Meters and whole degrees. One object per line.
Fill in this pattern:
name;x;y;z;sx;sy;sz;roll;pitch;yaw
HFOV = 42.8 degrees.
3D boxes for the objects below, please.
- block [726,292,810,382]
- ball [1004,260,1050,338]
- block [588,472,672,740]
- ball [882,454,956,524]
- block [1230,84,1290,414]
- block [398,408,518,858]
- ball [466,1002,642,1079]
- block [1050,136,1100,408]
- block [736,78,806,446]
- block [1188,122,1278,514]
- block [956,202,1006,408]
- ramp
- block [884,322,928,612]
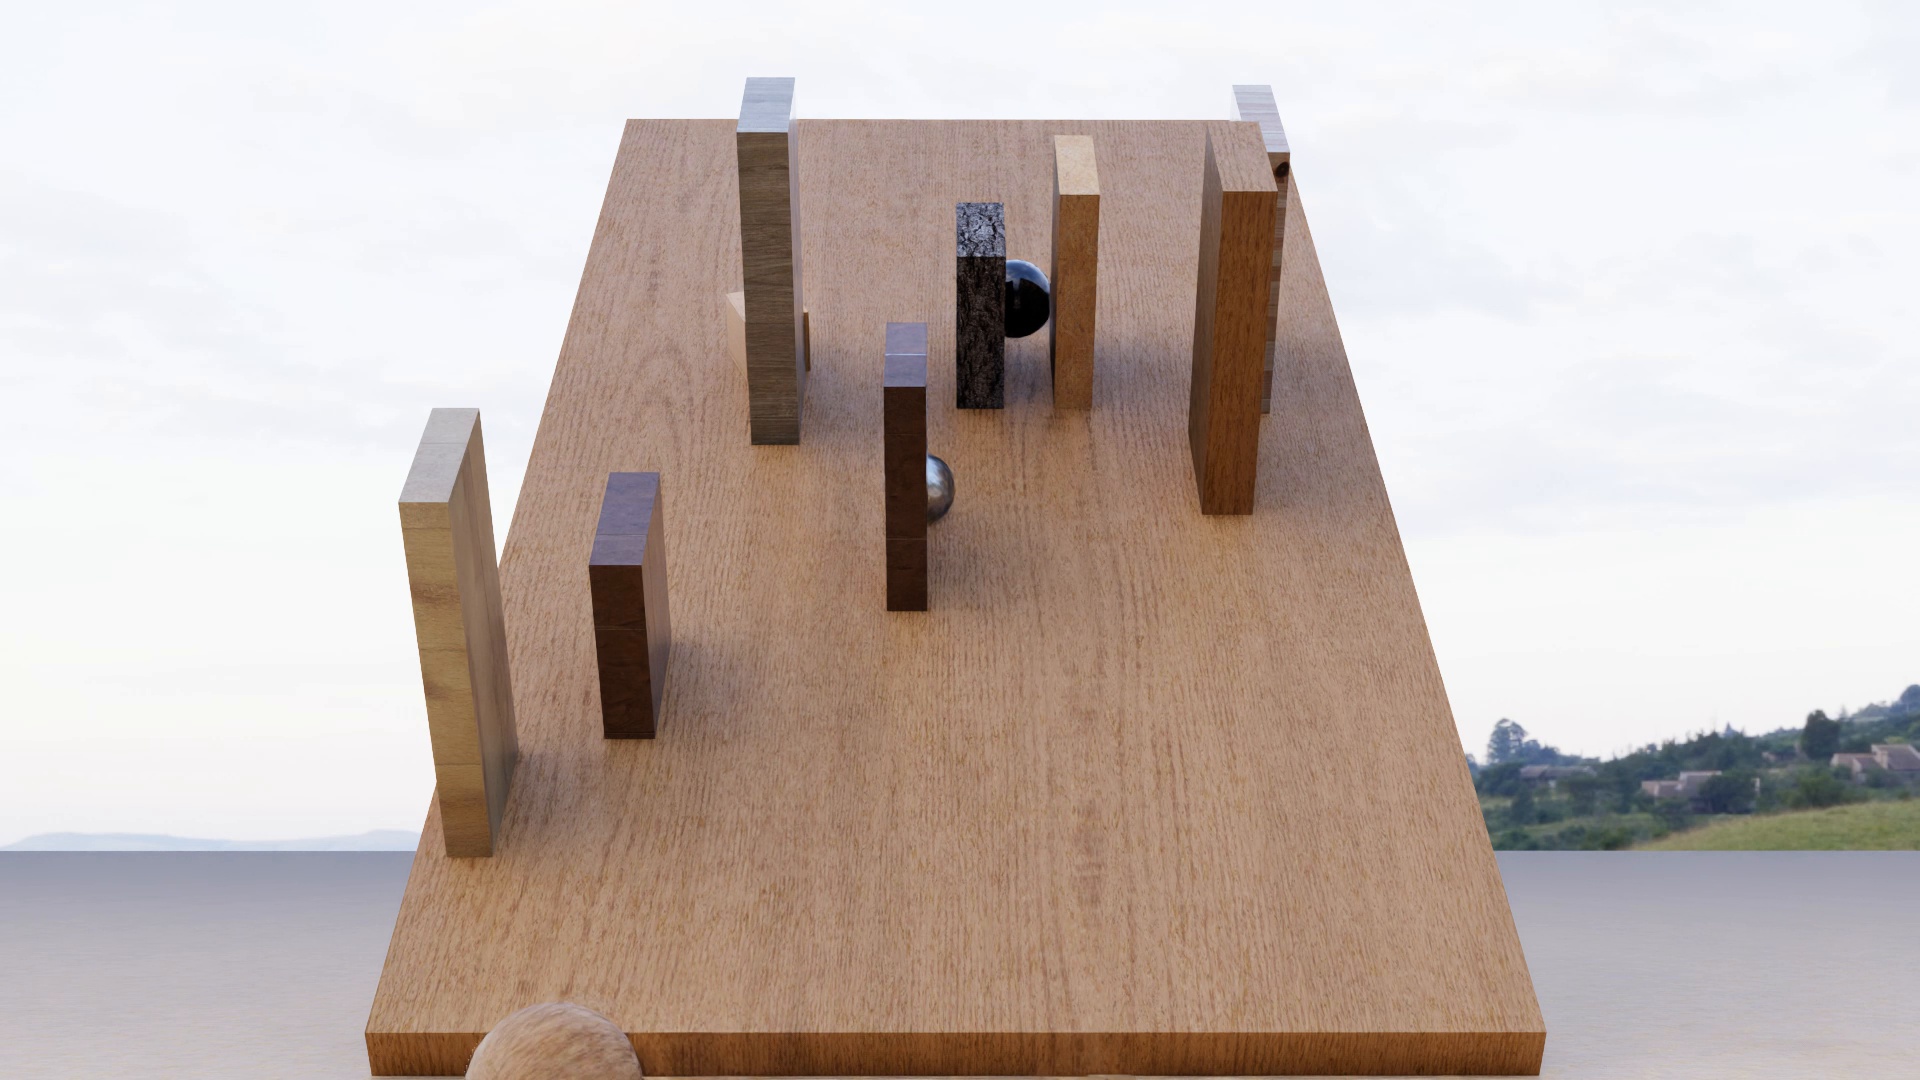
block;-0.481;-0.520;6.135;0.165;0.165;0.165;-11;34;-18
ball;0.141;-0.617;6.262;0.200;0.200;0.200;0;-7;0
block;-0.652;0.129;4.873;0.100;0.409;0.344;0;32;0
ball;-0.092;-0.115;5.494;0.164;0.164;0.164;0;-7;0
block;0.707;-0.708;5.955;0.094;0.683;0.414;0;32;0
block;-0.906;0.174;4.460;0.084;0.768;0.328;0;32;0
ball;-0.478;0.649;2.881;0.209;0.209;0.209;0;-7;0
block;0.276;-0.654;5.976;0.093;0.568;0.349;0;32;0
block;-0.439;-0.650;5.749;0.114;0.796;0.327;0;32;0
block;0.608;-0.495;5.510;0.115;0.797;0.378;0;32;0
block;0.049;-0.575;5.997;0.115;0.409;0.306;0;32;0
ramp;-0.015;-0.189;5.860;2.000;0.100;4.000;0;32;0
block;-0.113;-0.154;5.198;0.086;0.544;0.283;0;32;0
